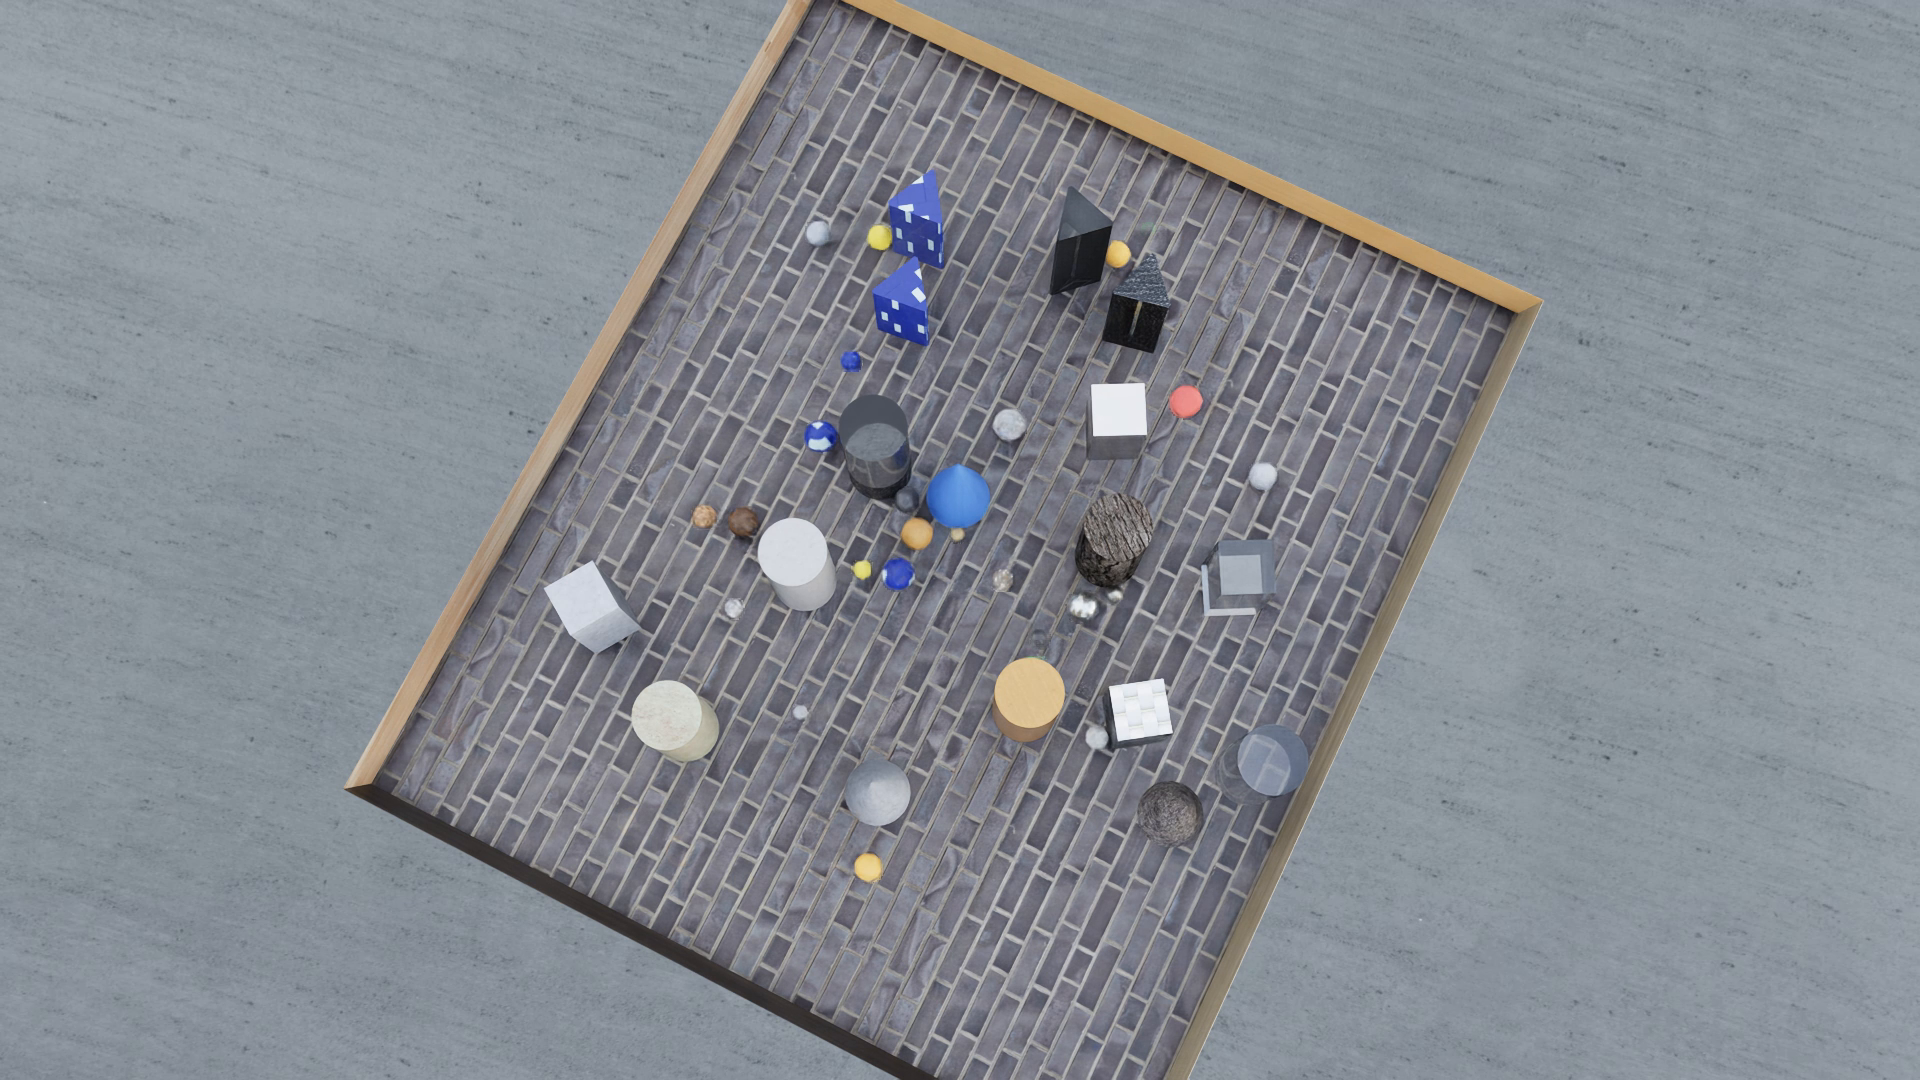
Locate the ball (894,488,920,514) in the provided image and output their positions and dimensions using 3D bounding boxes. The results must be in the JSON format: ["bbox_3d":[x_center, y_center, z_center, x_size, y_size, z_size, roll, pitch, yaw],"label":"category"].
[{"bbox_3d":[-0.162,-0.121,5.602,0.078,0.078,0.078,0,78,0],"label":"ball"}]

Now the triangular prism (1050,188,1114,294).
[{"bbox_3d":[0.343,-0.915,5.563,0.170,0.476,0.147,-17,79,-3],"label":"triangular prism"}]

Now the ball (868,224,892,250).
[{"bbox_3d":[-0.253,-0.954,5.775,0.077,0.077,0.077,0,78,0],"label":"ball"}]

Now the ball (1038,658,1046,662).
[{"bbox_3d":[0.240,0.379,5.514,0.047,0.047,0.047,0,78,0],"label":"ball"}]

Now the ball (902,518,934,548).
[{"bbox_3d":[-0.129,-0.021,5.572,0.096,0.096,0.096,0,78,0],"label":"ball"}]

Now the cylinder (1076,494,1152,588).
[{"bbox_3d":[0.449,0.006,5.398,0.196,0.426,0.196,0,78,0],"label":"cylinder"}]

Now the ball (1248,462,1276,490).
[{"bbox_3d":[0.928,-0.196,5.614,0.085,0.085,0.085,0,78,0],"label":"ball"}]

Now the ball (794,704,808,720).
[{"bbox_3d":[-0.477,0.516,5.487,0.044,0.044,0.044,0,78,0],"label":"ball"}]

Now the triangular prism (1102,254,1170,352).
[{"bbox_3d":[0.545,-0.722,5.542,0.170,0.439,0.147,15,79,3],"label":"triangular prism"}]

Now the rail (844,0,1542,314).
[{"bbox_3d":[0.648,-1.262,5.812,2.548,0.127,0.045,26,80,5],"label":"rail"}]

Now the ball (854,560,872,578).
[{"bbox_3d":[-0.296,0.090,5.570,0.055,0.055,0.055,0,78,0],"label":"ball"}]

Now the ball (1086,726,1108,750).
[{"bbox_3d":[0.408,0.589,5.459,0.069,0.069,0.069,0,78,0],"label":"ball"}]

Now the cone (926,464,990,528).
[{"bbox_3d":[-0.005,-0.175,5.435,0.196,0.427,0.196,0,78,0],"label":"cone"}]

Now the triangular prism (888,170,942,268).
[{"bbox_3d":[-0.107,-0.995,5.624,0.170,0.389,0.147,21,79,4],"label":"triangular prism"}]

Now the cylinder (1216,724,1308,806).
[{"bbox_3d":[0.859,0.649,5.250,0.196,0.454,0.196,0,78,0],"label":"cylinder"}]

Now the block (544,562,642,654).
[{"bbox_3d":[-1.074,0.202,5.381,0.157,0.379,0.157,-30,80,-6],"label":"block"}]

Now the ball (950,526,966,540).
[{"bbox_3d":[-0.007,-0.019,5.598,0.044,0.044,0.044,0,78,0],"label":"ball"}]

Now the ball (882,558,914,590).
[{"bbox_3d":[-0.186,0.102,5.546,0.098,0.098,0.098,0,78,0],"label":"ball"}]

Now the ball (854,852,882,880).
[{"bbox_3d":[-0.270,0.959,5.377,0.081,0.081,0.081,0,78,0],"label":"ball"}]

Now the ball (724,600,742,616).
[{"bbox_3d":[-0.685,0.206,5.547,0.053,0.053,0.053,0,78,0],"label":"ball"}]

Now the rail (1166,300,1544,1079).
[{"bbox_3d":[1.118,0.554,5.436,0.045,0.127,2.945,26,80,5],"label":"rail"}]

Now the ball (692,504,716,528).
[{"bbox_3d":[-0.780,-0.072,5.594,0.073,0.073,0.073,0,78,0],"label":"ball"}]

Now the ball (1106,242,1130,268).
[{"bbox_3d":[0.494,-0.897,5.761,0.081,0.081,0.081,0,78,0],"label":"ball"}]

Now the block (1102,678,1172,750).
[{"bbox_3d":[0.516,0.513,5.366,0.157,0.283,0.157,-8,78,-2],"label":"block"}]

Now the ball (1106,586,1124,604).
[{"bbox_3d":[0.469,0.165,5.554,0.055,0.055,0.055,0,78,0],"label":"ball"}]

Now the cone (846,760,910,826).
[{"bbox_3d":[-0.245,0.712,5.267,0.196,0.396,0.196,0,78,0],"label":"cone"}]

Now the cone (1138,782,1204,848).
[{"bbox_3d":[0.625,0.773,5.242,0.196,0.420,0.196,0,78,0],"label":"cone"}]

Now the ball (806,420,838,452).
[{"bbox_3d":[-0.427,-0.317,5.632,0.098,0.098,0.098,0,78,0],"label":"ball"}]

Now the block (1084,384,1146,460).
[{"bbox_3d":[0.469,-0.355,5.541,0.157,0.292,0.157,-1,78,0],"label":"block"}]

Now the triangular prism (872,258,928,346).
[{"bbox_3d":[-0.155,-0.739,5.595,0.170,0.342,0.147,19,79,4],"label":"triangular prism"}]

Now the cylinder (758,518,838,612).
[{"bbox_3d":[-0.473,0.077,5.382,0.196,0.429,0.196,0,78,0],"label":"cylinder"}]

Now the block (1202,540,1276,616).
[{"bbox_3d":[0.818,0.114,5.403,0.157,0.372,0.157,-2,78,0],"label":"block"}]

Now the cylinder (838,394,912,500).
[{"bbox_3d":[-0.246,-0.269,5.425,0.196,0.484,0.196,0,78,0],"label":"cylinder"}]

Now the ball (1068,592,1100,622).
[{"bbox_3d":[0.372,0.202,5.527,0.094,0.094,0.094,0,78,0],"label":"ball"}]

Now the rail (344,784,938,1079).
[{"bbox_3d":[-0.648,1.276,5.286,2.548,0.127,0.045,26,80,5],"label":"rail"}]

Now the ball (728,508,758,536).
[{"bbox_3d":[-0.661,-0.055,5.582,0.090,0.090,0.090,0,78,0],"label":"ball"}]

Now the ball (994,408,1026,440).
[{"bbox_3d":[0.152,-0.354,5.640,0.098,0.098,0.098,0,78,0],"label":"ball"}]

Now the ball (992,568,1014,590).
[{"bbox_3d":[0.129,0.120,5.559,0.065,0.065,0.065,0,78,0],"label":"ball"}]

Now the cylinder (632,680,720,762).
[{"bbox_3d":[-0.820,0.528,5.312,0.196,0.382,0.196,0,78,0],"label":"cylinder"}]

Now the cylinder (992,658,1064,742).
[{"bbox_3d":[0.194,0.468,5.307,0.196,0.417,0.196,0,78,0],"label":"cylinder"}]

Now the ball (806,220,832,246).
[{"bbox_3d":[-0.445,-0.966,5.776,0.080,0.080,0.080,0,78,0],"label":"ball"}]

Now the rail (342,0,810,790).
[{"bbox_3d":[-1.118,-0.541,5.662,0.045,0.127,2.945,26,80,5],"label":"rail"}]

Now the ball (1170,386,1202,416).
[{"bbox_3d":[0.699,-0.429,5.656,0.097,0.097,0.097,0,78,0],"label":"ball"}]

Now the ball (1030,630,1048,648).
[{"bbox_3d":[0.239,0.297,5.527,0.056,0.056,0.056,0,78,0],"label":"ball"}]

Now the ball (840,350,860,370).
[{"bbox_3d":[-0.340,-0.558,5.700,0.062,0.062,0.062,0,78,0],"label":"ball"}]
